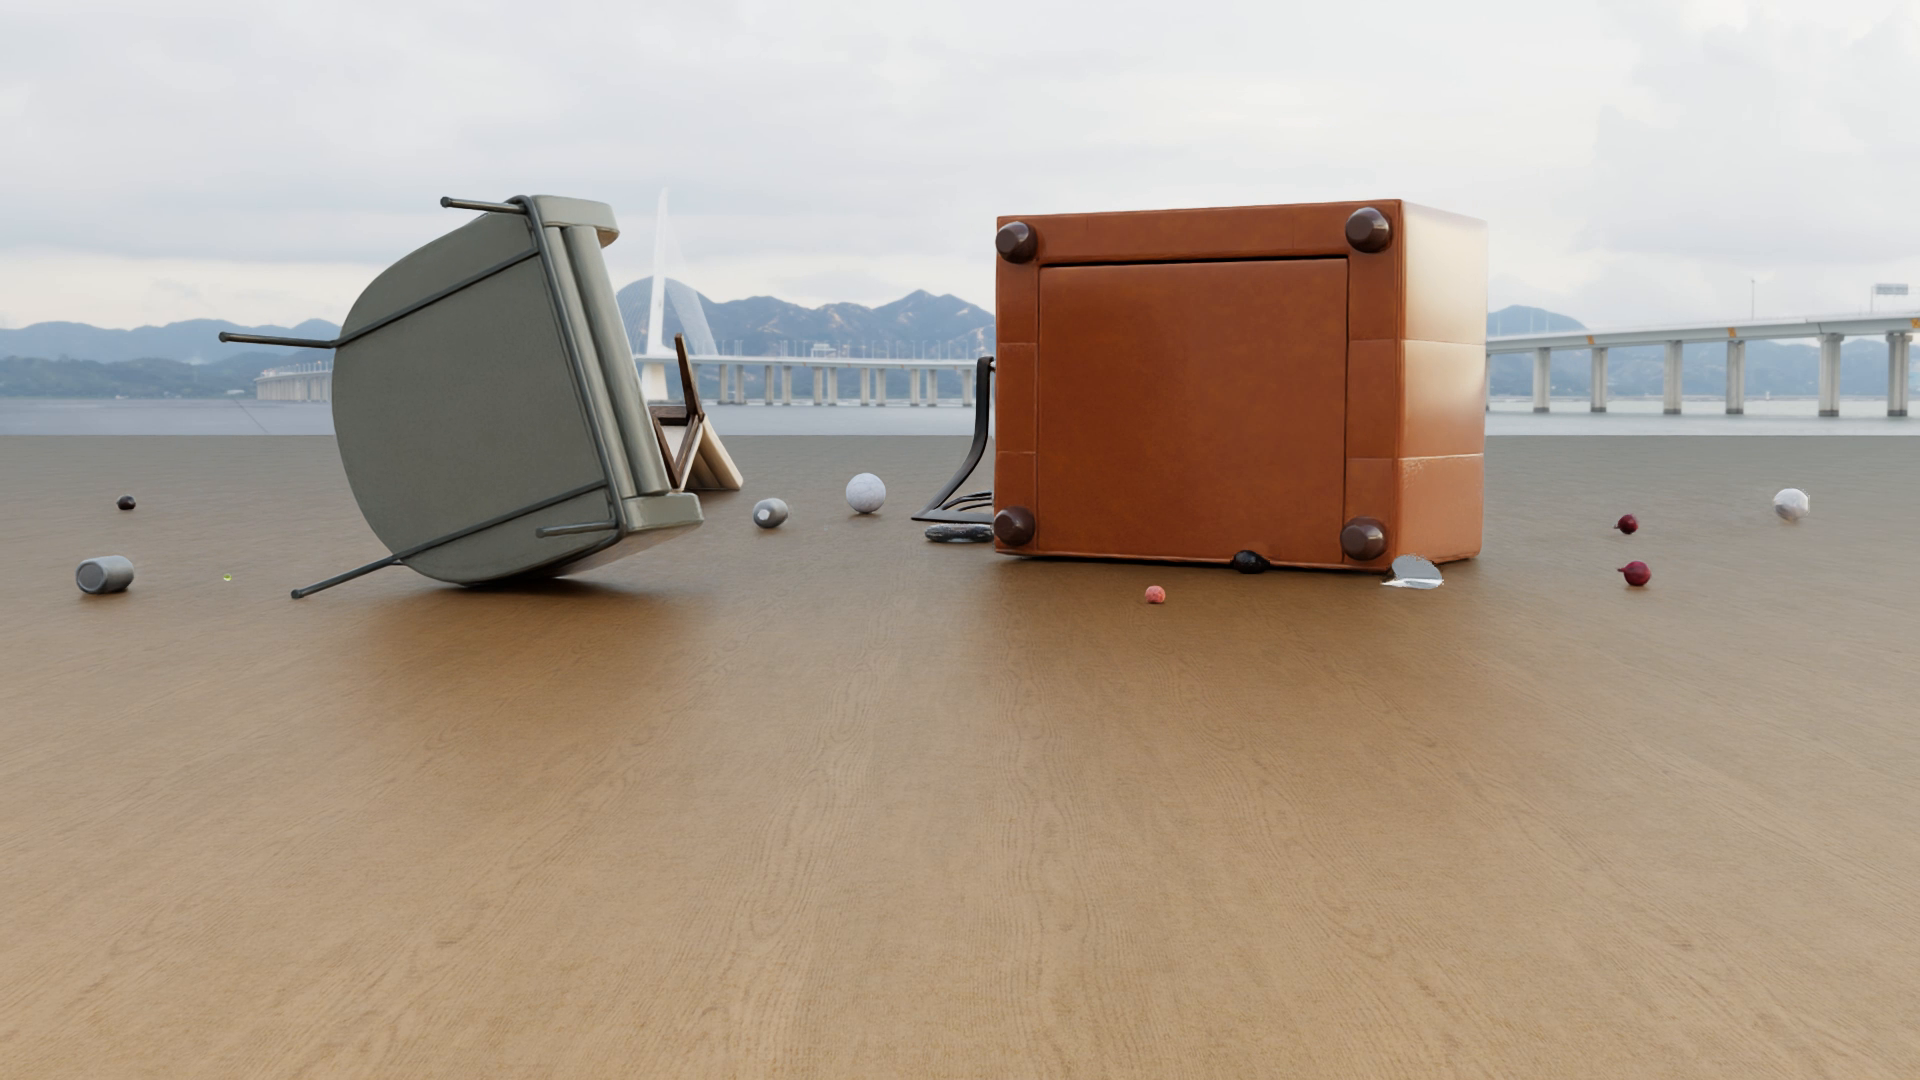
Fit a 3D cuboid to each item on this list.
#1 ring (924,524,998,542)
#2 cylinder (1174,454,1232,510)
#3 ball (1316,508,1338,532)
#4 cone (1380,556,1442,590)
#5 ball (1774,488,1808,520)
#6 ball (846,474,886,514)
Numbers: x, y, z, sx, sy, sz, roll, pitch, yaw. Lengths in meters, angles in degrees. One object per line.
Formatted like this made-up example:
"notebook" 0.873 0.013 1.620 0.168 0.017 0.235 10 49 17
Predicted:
"ring" 0.003 -0.021 6.505 0.219 0.048 0.212 2 4 40
"cylinder" 0.913 -0.219 8.252 0.109 0.201 0.210 4 -20 44
"ball" 1.158 -0.064 6.935 0.074 0.074 0.074 0 4 0
"cone" 0.996 0.087 4.998 0.134 0.073 0.146 16 -18 -21
"ball" 2.836 -0.122 7.504 0.112 0.112 0.112 0 4 0
"ball" -0.340 -0.169 7.950 0.146 0.146 0.146 0 4 0
